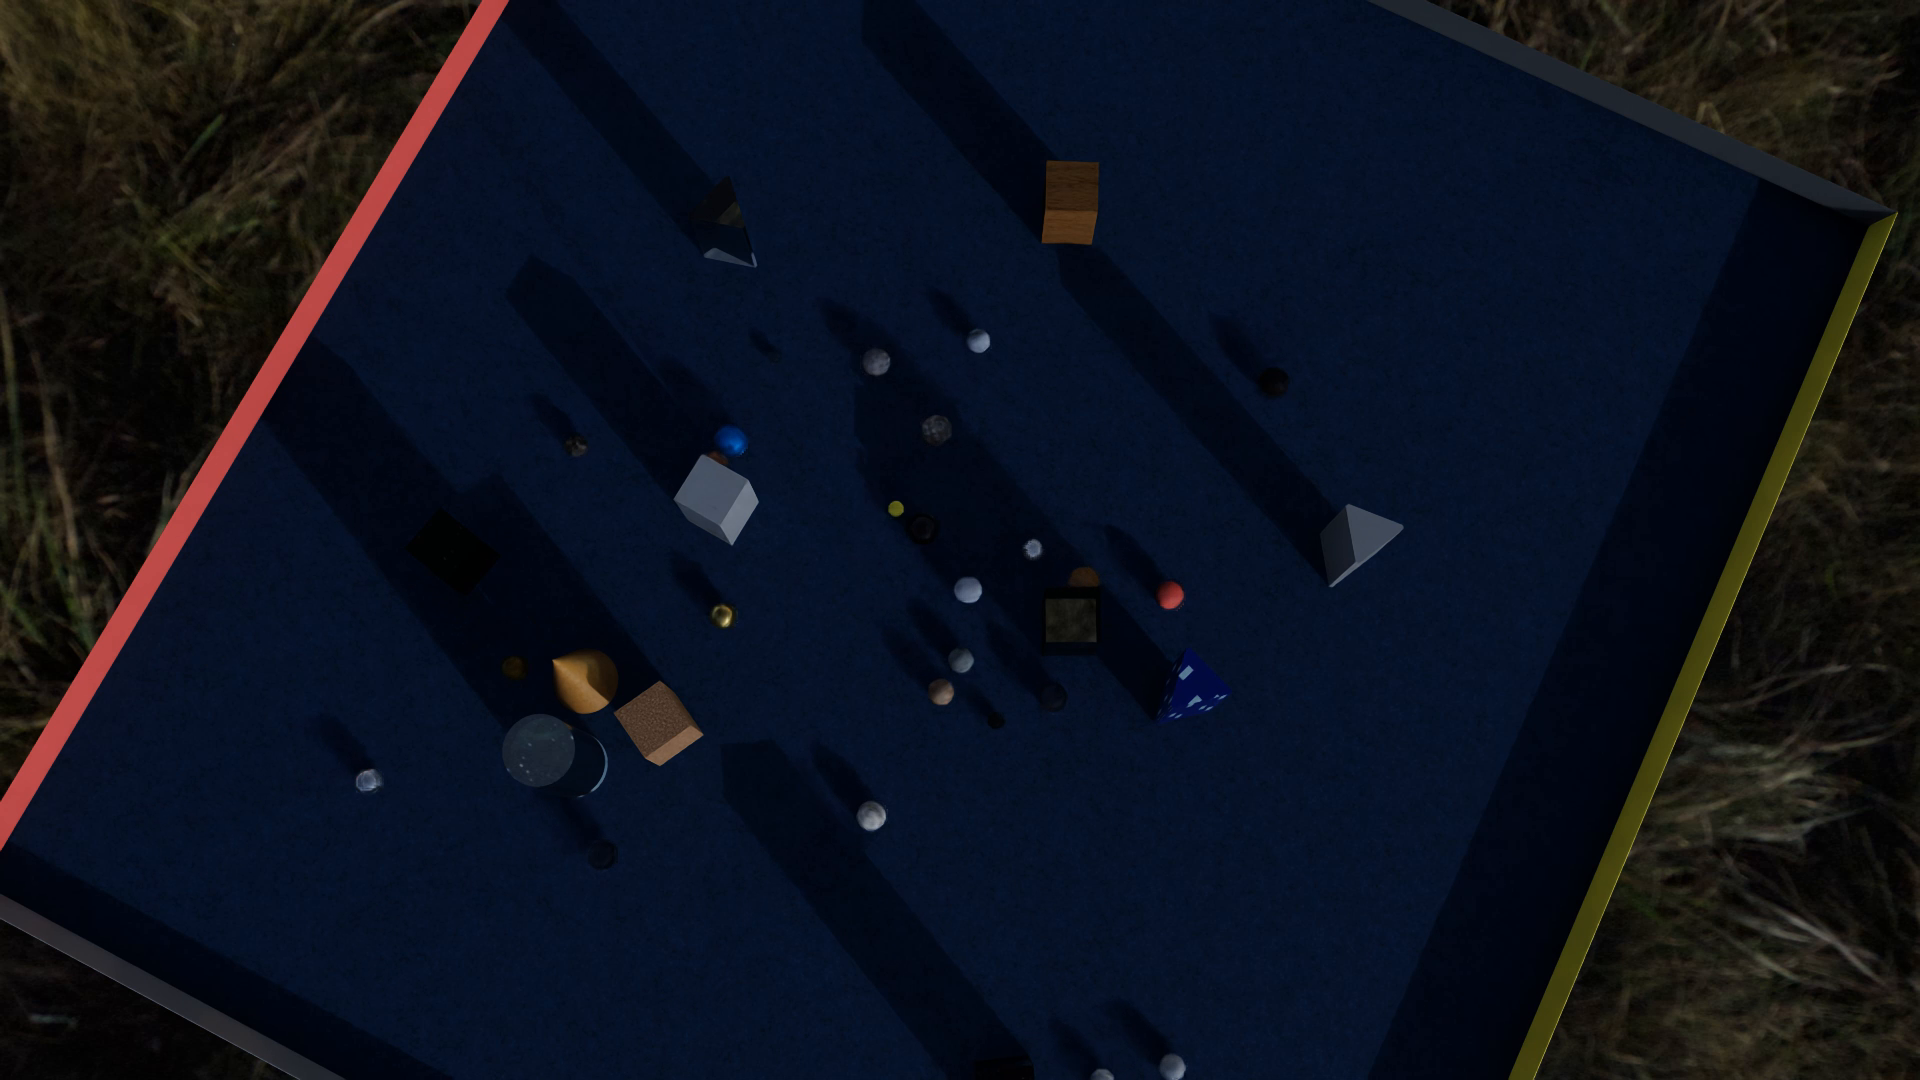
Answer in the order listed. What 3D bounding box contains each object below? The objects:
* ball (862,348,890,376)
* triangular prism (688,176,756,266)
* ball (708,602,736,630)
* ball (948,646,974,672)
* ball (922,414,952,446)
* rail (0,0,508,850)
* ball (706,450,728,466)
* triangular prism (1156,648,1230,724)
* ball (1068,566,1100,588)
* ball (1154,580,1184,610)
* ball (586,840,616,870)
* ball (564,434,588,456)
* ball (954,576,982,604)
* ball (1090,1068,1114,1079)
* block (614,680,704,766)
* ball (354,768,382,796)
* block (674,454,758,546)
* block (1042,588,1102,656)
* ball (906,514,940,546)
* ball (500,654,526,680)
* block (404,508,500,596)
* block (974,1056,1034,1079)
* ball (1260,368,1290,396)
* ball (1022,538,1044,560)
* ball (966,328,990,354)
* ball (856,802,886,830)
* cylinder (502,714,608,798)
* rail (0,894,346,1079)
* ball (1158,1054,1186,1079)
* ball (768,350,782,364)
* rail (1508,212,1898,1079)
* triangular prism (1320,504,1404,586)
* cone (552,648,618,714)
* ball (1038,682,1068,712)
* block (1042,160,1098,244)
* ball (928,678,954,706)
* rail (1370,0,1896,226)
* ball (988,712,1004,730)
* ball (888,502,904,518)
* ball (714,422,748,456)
[{"bbox_3d":[-0.260,-0.553,5.686,0.088,0.088,0.088,0,78,0],"label":"ball"},{"bbox_3d":[-0.712,-0.987,5.649,0.172,0.338,0.149,12,79,2],"label":"triangular prism"},{"bbox_3d":[-0.717,0.230,5.528,0.081,0.081,0.081,0,78,0],"label":"ball"},{"bbox_3d":[0.002,0.360,5.502,0.078,0.078,0.078,0,78,0],"label":"ball"},{"bbox_3d":[-0.071,-0.336,5.636,0.098,0.098,0.098,0,78,0],"label":"ball"},{"bbox_3d":[-1.898,-0.923,5.741,0.045,0.129,4.461,26,80,5],"label":"rail"},{"bbox_3d":[-0.750,-0.238,5.629,0.073,0.073,0.073,0,78,0],"label":"ball"},{"bbox_3d":[0.652,0.415,5.303,0.172,0.447,0.149,-13,79,-3],"label":"triangular prism"},{"bbox_3d":[0.370,0.124,5.468,0.092,0.092,0.092,0,78,0],"label":"ball"},{"bbox_3d":[0.632,0.166,5.538,0.087,0.087,0.087,0,78,0],"label":"ball"},{"bbox_3d":[-1.052,0.926,5.380,0.088,0.088,0.088,0,78,0],"label":"ball"},{"bbox_3d":[-1.183,-0.290,5.641,0.069,0.069,0.069,0,78,0],"label":"ball"},{"bbox_3d":[0.025,0.151,5.542,0.084,0.084,0.084,0,78,0],"label":"ball"},{"bbox_3d":[0.408,1.553,5.259,0.072,0.072,0.072,0,78,0],"label":"ball"},{"bbox_3d":[-0.879,0.539,5.365,0.159,0.274,0.159,-35,80,-7],"label":"block"},{"bbox_3d":[-1.753,0.716,5.426,0.083,0.083,0.083,0,78,0],"label":"ball"},{"bbox_3d":[-0.727,-0.118,5.493,0.159,0.290,0.159,29,80,6],"label":"block"},{"bbox_3d":[0.327,0.244,5.425,0.159,0.276,0.159,0,78,0],"label":"block"},{"bbox_3d":[-0.113,-0.032,5.573,0.098,0.098,0.098,0,78,0],"label":"ball"},{"bbox_3d":[-1.340,0.382,5.498,0.078,0.078,0.078,0,78,0],"label":"ball"},{"bbox_3d":[-1.515,0.037,5.484,0.159,0.244,0.159,38,81,7],"label":"block"},{"bbox_3d":[0.128,1.541,5.112,0.159,0.365,0.159,-6,78,-1],"label":"block"},{"bbox_3d":[0.973,-0.489,5.671,0.092,0.092,0.092,0,78,0],"label":"ball"},{"bbox_3d":[0.221,0.029,5.577,0.066,0.066,0.066,0,78,0],"label":"ball"},{"bbox_3d":[0.057,-0.620,5.707,0.075,0.075,0.075,0,78,0],"label":"ball"},{"bbox_3d":[-0.262,0.814,5.404,0.087,0.087,0.087,0,78,0],"label":"ball"},{"bbox_3d":[-1.152,0.623,5.245,0.199,0.476,0.199,0,78,0],"label":"cylinder"},{"bbox_3d":[-0.987,1.940,5.148,4.292,0.129,0.045,26,80,5],"label":"rail"},{"bbox_3d":[0.609,1.516,5.264,0.077,0.077,0.077,0,78,0],"label":"ball"},{"bbox_3d":[-0.578,-0.570,5.713,0.043,0.043,0.043,0,78,0],"label":"ball"},{"bbox_3d":[1.898,0.936,5.356,0.045,0.129,4.461,26,80,5],"label":"rail"},{"bbox_3d":[1.152,-0.005,5.420,0.172,0.387,0.149,-37,81,-7],"label":"triangular prism"},{"bbox_3d":[-1.130,0.378,5.303,0.199,0.460,0.199,0,78,0],"label":"cone"},{"bbox_3d":[0.277,0.470,5.472,0.092,0.092,0.092,0,78,0],"label":"ball"},{"bbox_3d":[0.340,-1.045,5.691,0.159,0.278,0.159,2,78,0],"label":"block"},{"bbox_3d":[-0.058,0.456,5.481,0.081,0.081,0.081,0,78,0],"label":"ball"},{"bbox_3d":[0.987,-1.926,5.948,4.292,0.129,0.045,26,80,5],"label":"rail"},{"bbox_3d":[0.107,0.541,5.480,0.049,0.049,0.049,0,78,0],"label":"ball"},{"bbox_3d":[-0.196,-0.094,5.611,0.050,0.050,0.050,0,78,0],"label":"ball"},{"bbox_3d":[-0.704,-0.311,5.630,0.099,0.099,0.099,0,78,0],"label":"ball"}]
